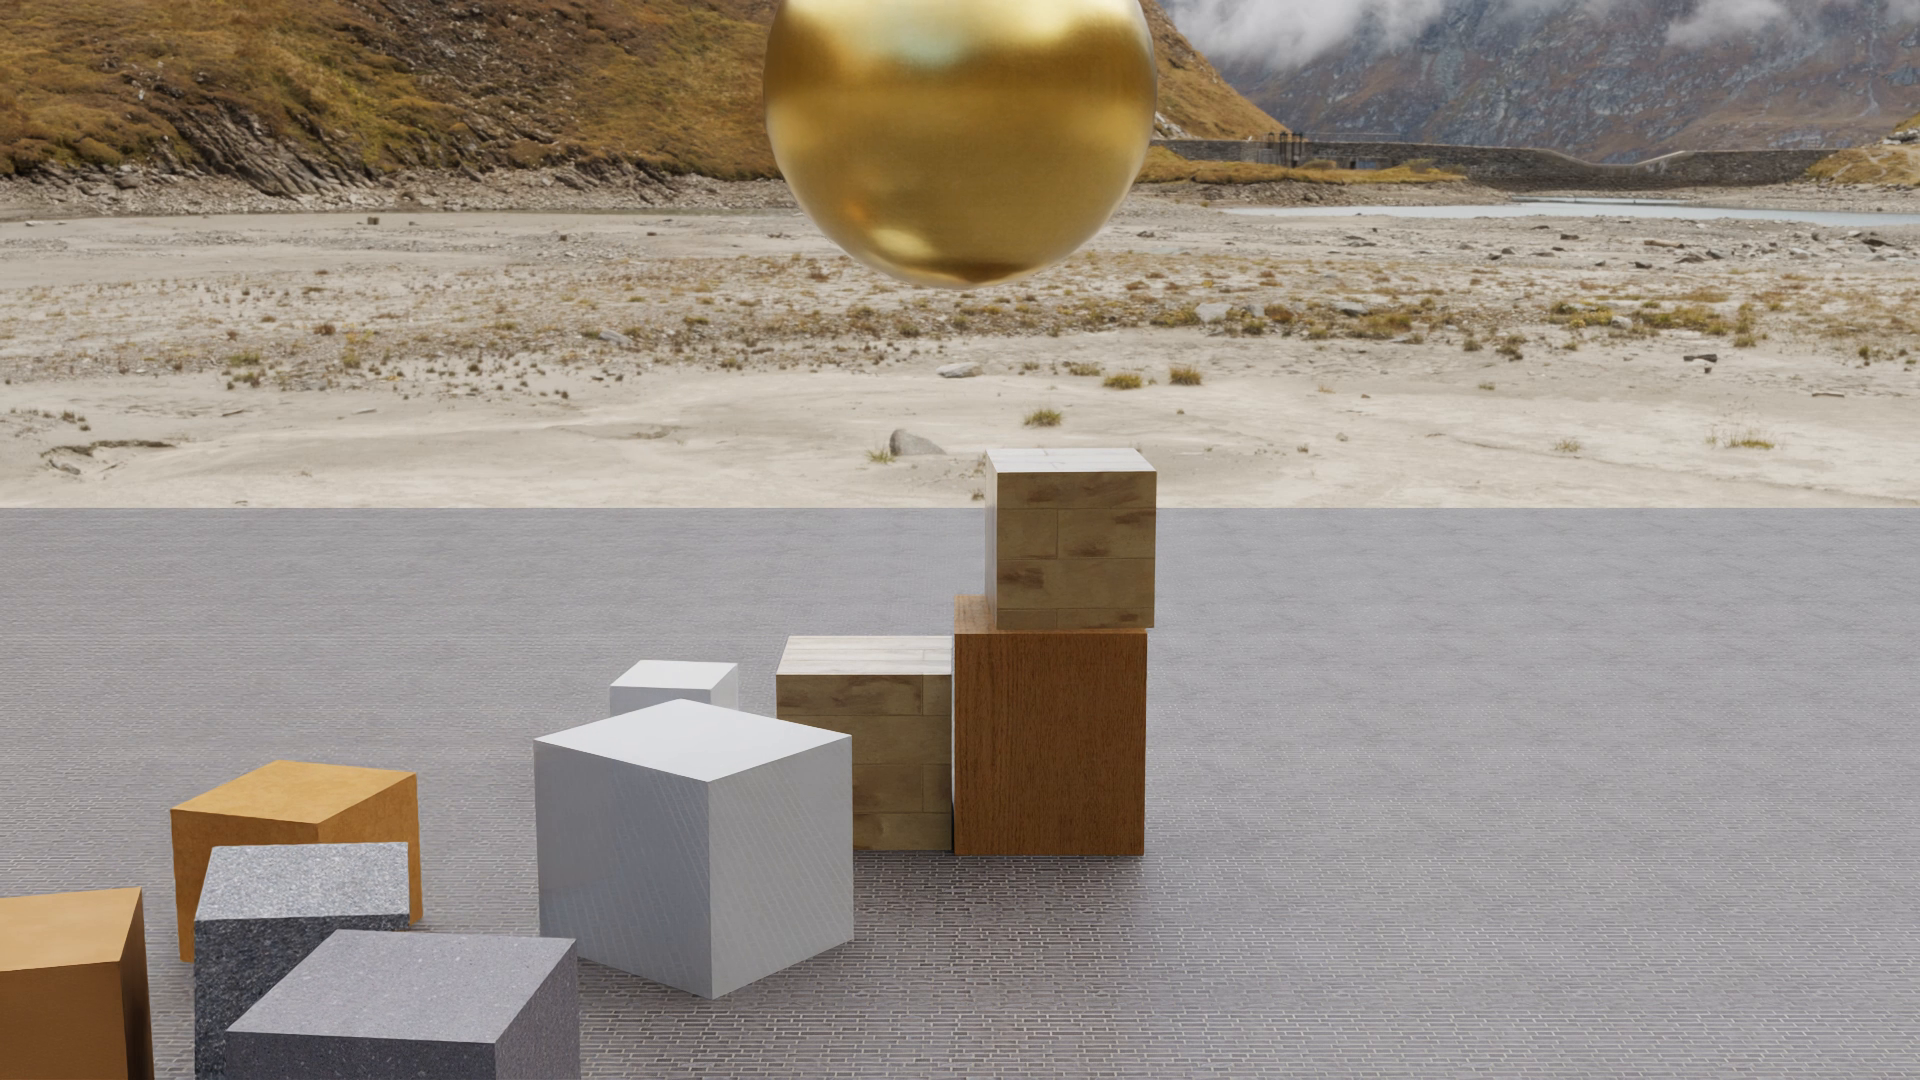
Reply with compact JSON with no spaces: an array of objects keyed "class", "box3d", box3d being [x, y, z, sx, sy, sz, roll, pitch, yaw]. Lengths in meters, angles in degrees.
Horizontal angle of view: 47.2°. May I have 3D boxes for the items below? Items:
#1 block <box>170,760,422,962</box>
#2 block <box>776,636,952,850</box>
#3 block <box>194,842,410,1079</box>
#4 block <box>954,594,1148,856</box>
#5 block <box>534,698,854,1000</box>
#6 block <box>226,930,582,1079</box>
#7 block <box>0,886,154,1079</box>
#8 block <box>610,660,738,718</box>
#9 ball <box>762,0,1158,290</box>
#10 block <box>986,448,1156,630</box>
[{"class":"block","box3d":[-2.919,1.438,9.737,0.723,0.686,0.790,3,11,17]},{"class":"block","box3d":[-0.476,1.032,11.361,0.865,0.905,0.857,0,10,0]},{"class":"block","box3d":[-2.370,1.646,7.980,0.706,0.868,0.816,1,10,-15]},{"class":"block","box3d":[0.443,0.929,11.299,0.942,1.129,0.929,0,10,0]},{"class":"block","box3d":[-1.165,1.321,9.684,1.054,0.936,0.900,8,13,37]},{"class":"block","box3d":[-1.753,1.833,7.093,0.837,0.856,0.874,1,10,6]},{"class":"block","box3d":[-3.313,1.752,7.767,0.773,0.773,0.776,-3,11,-15]},{"class":"block","box3d":[-1.586,1.030,12.286,0.566,0.577,0.609,1,10,8]},{"class":"ball","box3d":[0.000,-1.820,8.919,1.600,1.600,1.600,0,10,0]},{"class":"block","box3d":[0.546,-0.021,11.179,0.780,0.784,0.828,-1,10,-3]}]
